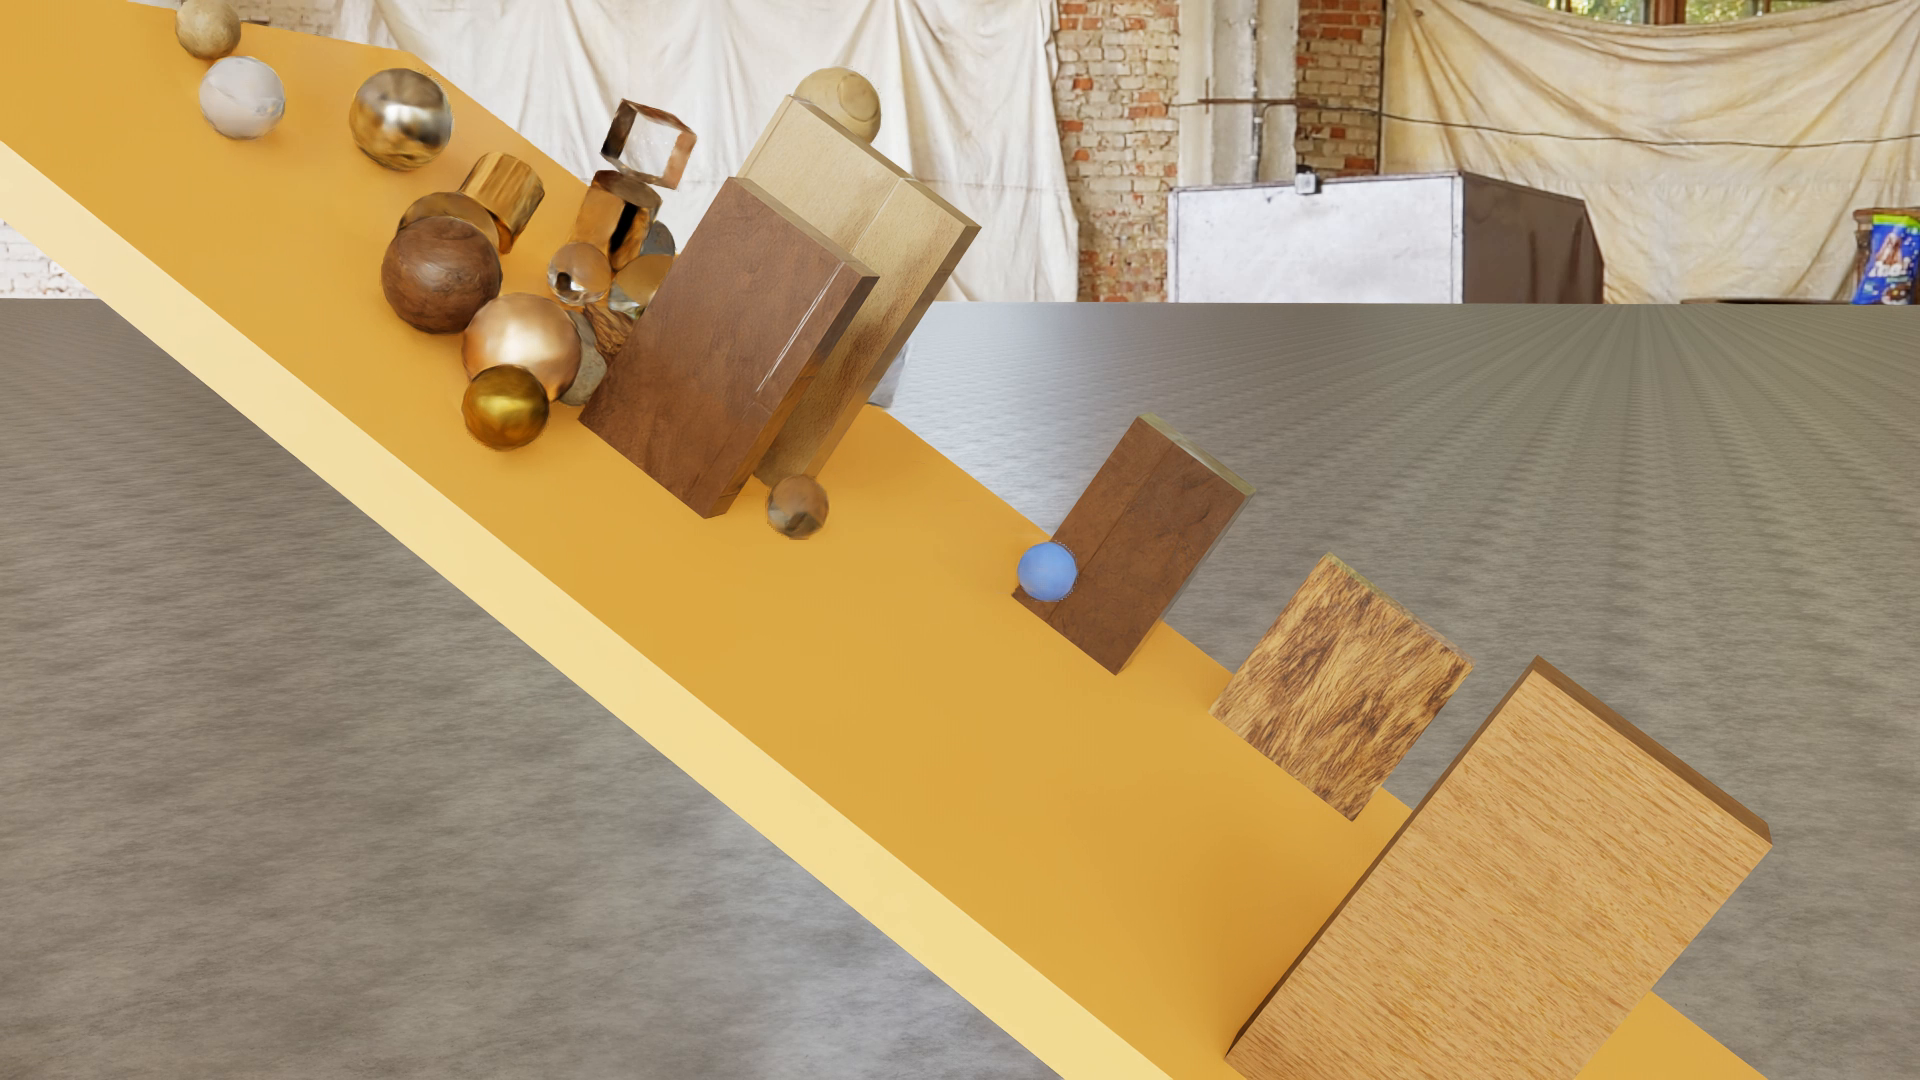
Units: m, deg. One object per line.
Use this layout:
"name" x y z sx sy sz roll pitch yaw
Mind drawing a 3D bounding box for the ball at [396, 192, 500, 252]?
"ball" -0.915 -0.531 3.926 0.181 0.181 0.181 0 7 0

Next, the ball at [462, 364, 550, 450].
"ball" -0.715 -0.208 3.459 0.135 0.135 0.135 0 7 0

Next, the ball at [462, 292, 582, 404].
"ball" -0.723 -0.311 3.635 0.195 0.195 0.195 0 7 0

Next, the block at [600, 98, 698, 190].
"block" -0.590 -0.749 4.166 0.114 0.114 0.114 9 25 -41

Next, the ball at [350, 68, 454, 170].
"ball" -1.116 -0.840 4.394 0.202 0.202 0.202 0 7 0

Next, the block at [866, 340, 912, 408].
"block" -0.215 -0.376 4.685 0.147 0.147 0.147 18 0 -21

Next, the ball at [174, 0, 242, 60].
"ball" -1.467 -0.999 4.290 0.124 0.124 0.124 0 7 0

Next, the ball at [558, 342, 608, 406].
"ball" -0.672 -0.290 3.835 0.112 0.112 0.112 0 7 0

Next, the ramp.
"ramp" -0.091 0.163 4.082 4.000 0.100 2.000 37 16 10

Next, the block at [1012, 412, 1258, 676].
"block" 0.349 0.007 4.422 0.266 0.451 0.129 37 16 10

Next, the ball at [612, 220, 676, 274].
"ball" -0.686 -0.623 4.731 0.150 0.150 0.150 0 7 0

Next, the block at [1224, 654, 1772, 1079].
"block" 0.737 0.563 3.060 0.379 0.715 0.125 37 16 10

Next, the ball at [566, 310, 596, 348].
"ball" -0.706 -0.359 3.940 0.108 0.108 0.108 0 7 0

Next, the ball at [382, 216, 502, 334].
"ball" -0.875 -0.447 3.718 0.200 0.200 0.200 0 7 0

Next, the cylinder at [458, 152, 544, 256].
"cylinder" -0.867 -0.625 4.097 0.138 0.138 0.138 3 51 25

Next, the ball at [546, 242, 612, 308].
"ball" -0.750 -0.522 4.332 0.127 0.127 0.127 0 7 0

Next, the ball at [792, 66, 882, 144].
"ball" -0.248 -0.850 4.385 0.185 0.185 0.185 0 7 0

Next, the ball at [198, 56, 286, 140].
"ball" -1.301 -0.801 3.989 0.152 0.152 0.152 0 7 0

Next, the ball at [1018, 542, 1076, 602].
"ball" 0.169 0.062 4.281 0.115 0.115 0.115 0 7 0

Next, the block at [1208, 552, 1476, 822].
"block" 0.782 0.301 4.519 0.371 0.408 0.085 37 16 10

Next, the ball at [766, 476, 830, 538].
"ball" -0.290 -0.059 3.933 0.113 0.113 0.113 0 7 0

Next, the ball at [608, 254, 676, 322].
"ball" -0.598 -0.469 4.346 0.195 0.195 0.195 0 7 0

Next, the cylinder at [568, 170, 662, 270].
"cylinder" -0.712 -0.661 4.540 0.149 0.149 0.149 24 25 -12

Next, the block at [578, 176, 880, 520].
"block" -0.400 -0.328 3.770 0.290 0.505 0.092 37 16 10

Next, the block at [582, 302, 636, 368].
"block" -0.653 -0.358 4.087 0.107 0.107 0.107 44 18 30

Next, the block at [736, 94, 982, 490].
"block" -0.308 -0.451 4.118 0.420 0.617 0.101 37 16 10
